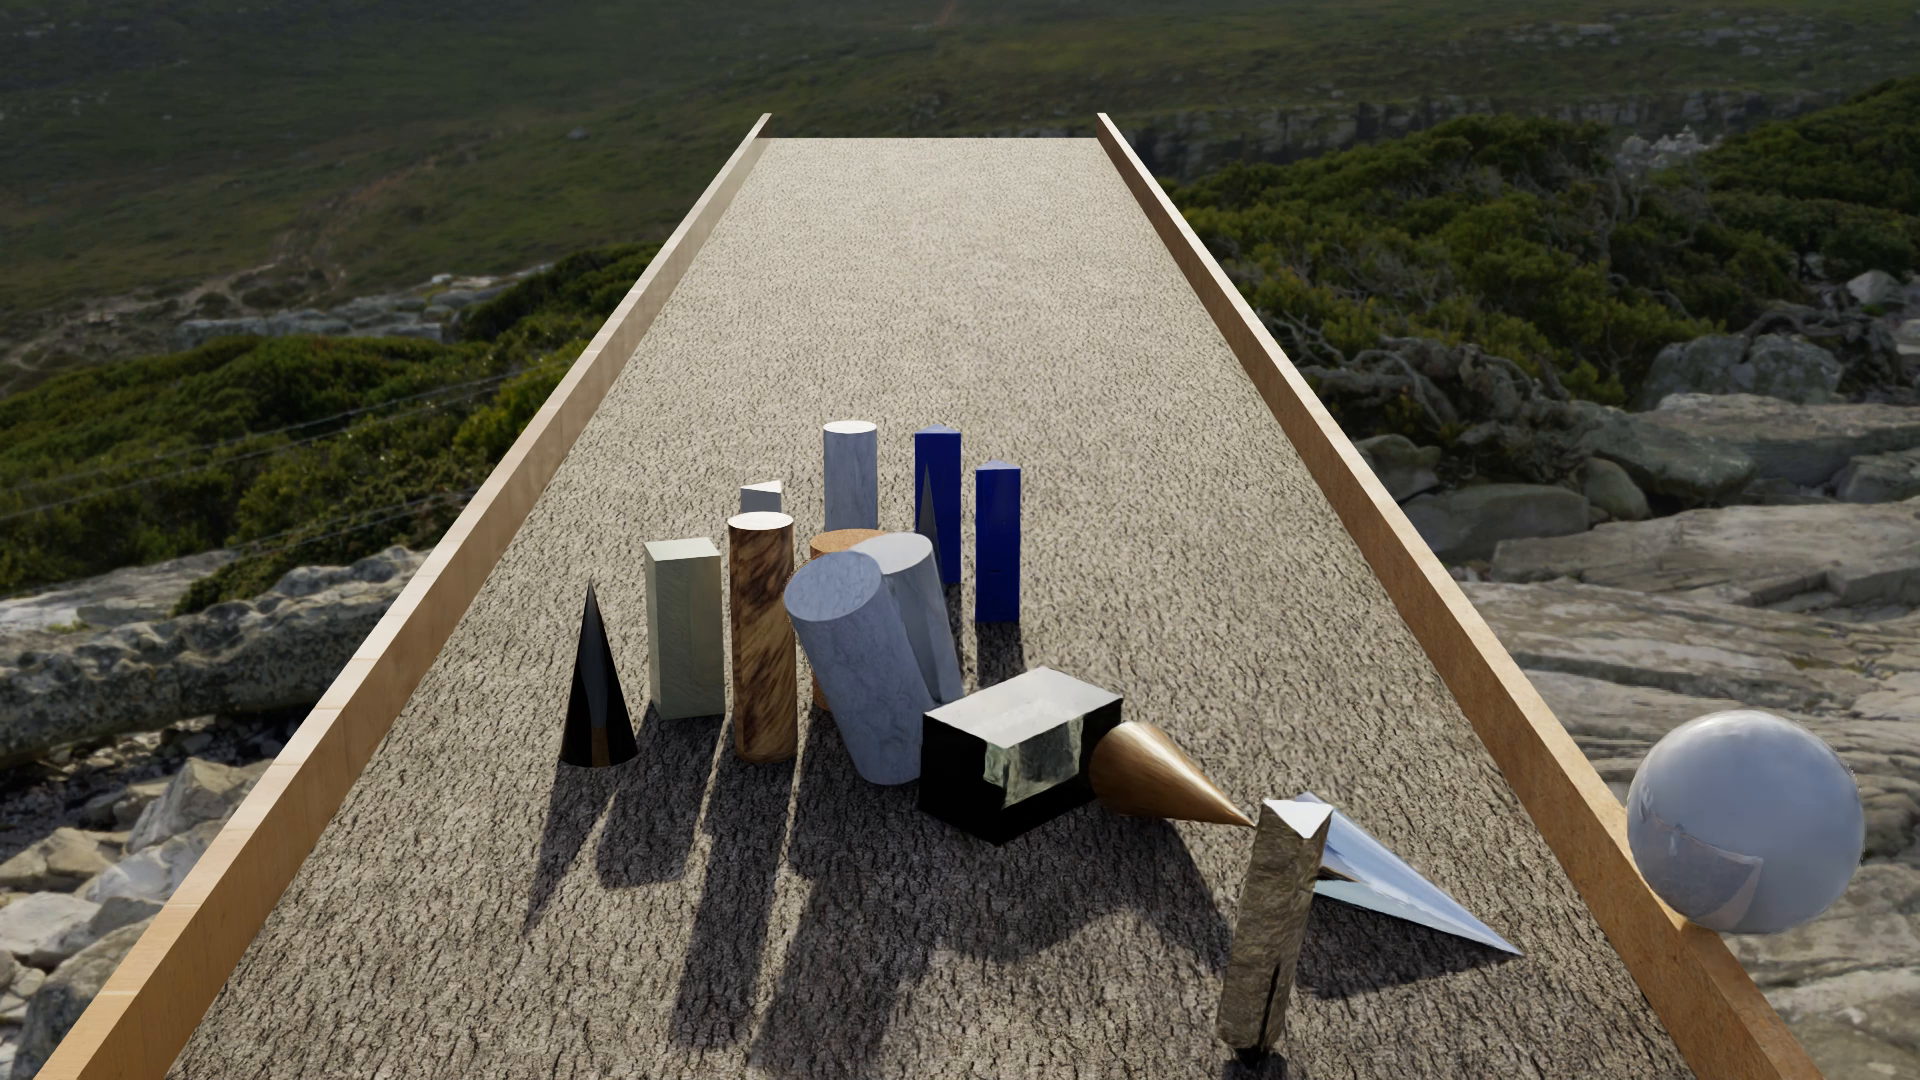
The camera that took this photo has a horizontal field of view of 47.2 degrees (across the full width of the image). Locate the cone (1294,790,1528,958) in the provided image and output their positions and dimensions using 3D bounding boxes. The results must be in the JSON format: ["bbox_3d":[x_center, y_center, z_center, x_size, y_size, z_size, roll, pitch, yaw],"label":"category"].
[{"bbox_3d":[0.668,0.533,3.298,0.405,0.159,0.159,25,28,32],"label":"cone"}]

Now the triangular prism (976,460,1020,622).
[{"bbox_3d":[0.075,0.001,4.638,0.092,0.333,0.080,-2,17,-6],"label":"triangular prism"}]

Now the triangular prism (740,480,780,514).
[{"bbox_3d":[-0.374,0.065,4.377,0.089,0.360,0.077,7,18,23],"label":"triangular prism"}]

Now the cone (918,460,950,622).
[{"bbox_3d":[-0.065,0.036,4.392,0.105,0.406,0.105,0,17,0],"label":"cone"}]

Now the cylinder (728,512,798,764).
[{"bbox_3d":[-0.347,0.173,3.889,0.113,0.431,0.113,0,17,0],"label":"cylinder"}]

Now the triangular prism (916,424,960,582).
[{"bbox_3d":[-0.050,-0.082,4.900,0.099,0.343,0.086,0,17,-1],"label":"triangular prism"}]

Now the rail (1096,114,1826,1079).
[{"bbox_3d":[0.932,-0.844,7.801,0.050,0.150,12.000,0,17,-1],"label":"rail"}]

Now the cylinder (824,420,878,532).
[{"bbox_3d":[-0.230,-0.041,4.651,0.112,0.407,0.112,0,17,0],"label":"cylinder"}]

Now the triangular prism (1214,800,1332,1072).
[{"bbox_3d":[0.394,0.504,2.842,0.077,0.376,0.089,20,31,23],"label":"triangular prism"}]

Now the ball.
[{"bbox_3d":[1.041,0.375,2.922,0.300,0.300,0.300,0,17,0],"label":"ball"}]

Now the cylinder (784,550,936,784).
[{"bbox_3d":[-0.157,0.221,3.733,0.168,0.397,0.168,-12,39,10],"label":"cylinder"}]

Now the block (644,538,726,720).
[{"bbox_3d":[-0.516,0.165,4.125,0.122,0.311,0.122,-5,17,-17],"label":"block"}]

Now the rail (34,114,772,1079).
[{"bbox_3d":[-1.118,-0.838,7.780,0.050,0.150,12.000,0,17,-1],"label":"rail"}]

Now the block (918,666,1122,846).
[{"bbox_3d":[0.103,0.357,3.693,0.175,0.175,0.309,20,25,37],"label":"block"}]

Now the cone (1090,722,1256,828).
[{"bbox_3d":[0.365,0.404,3.472,0.157,0.157,0.434,-6,8,-20],"label":"cone"}]

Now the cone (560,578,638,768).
[{"bbox_3d":[-0.648,0.221,3.897,0.140,0.334,0.140,0,17,0],"label":"cone"}]

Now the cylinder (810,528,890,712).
[{"bbox_3d":[-0.195,0.153,4.163,0.172,0.313,0.172,0,17,0],"label":"cylinder"}]

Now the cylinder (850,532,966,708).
[{"bbox_3d":[-0.098,0.181,3.954,0.168,0.350,0.168,-10,24,5],"label":"cylinder"}]
